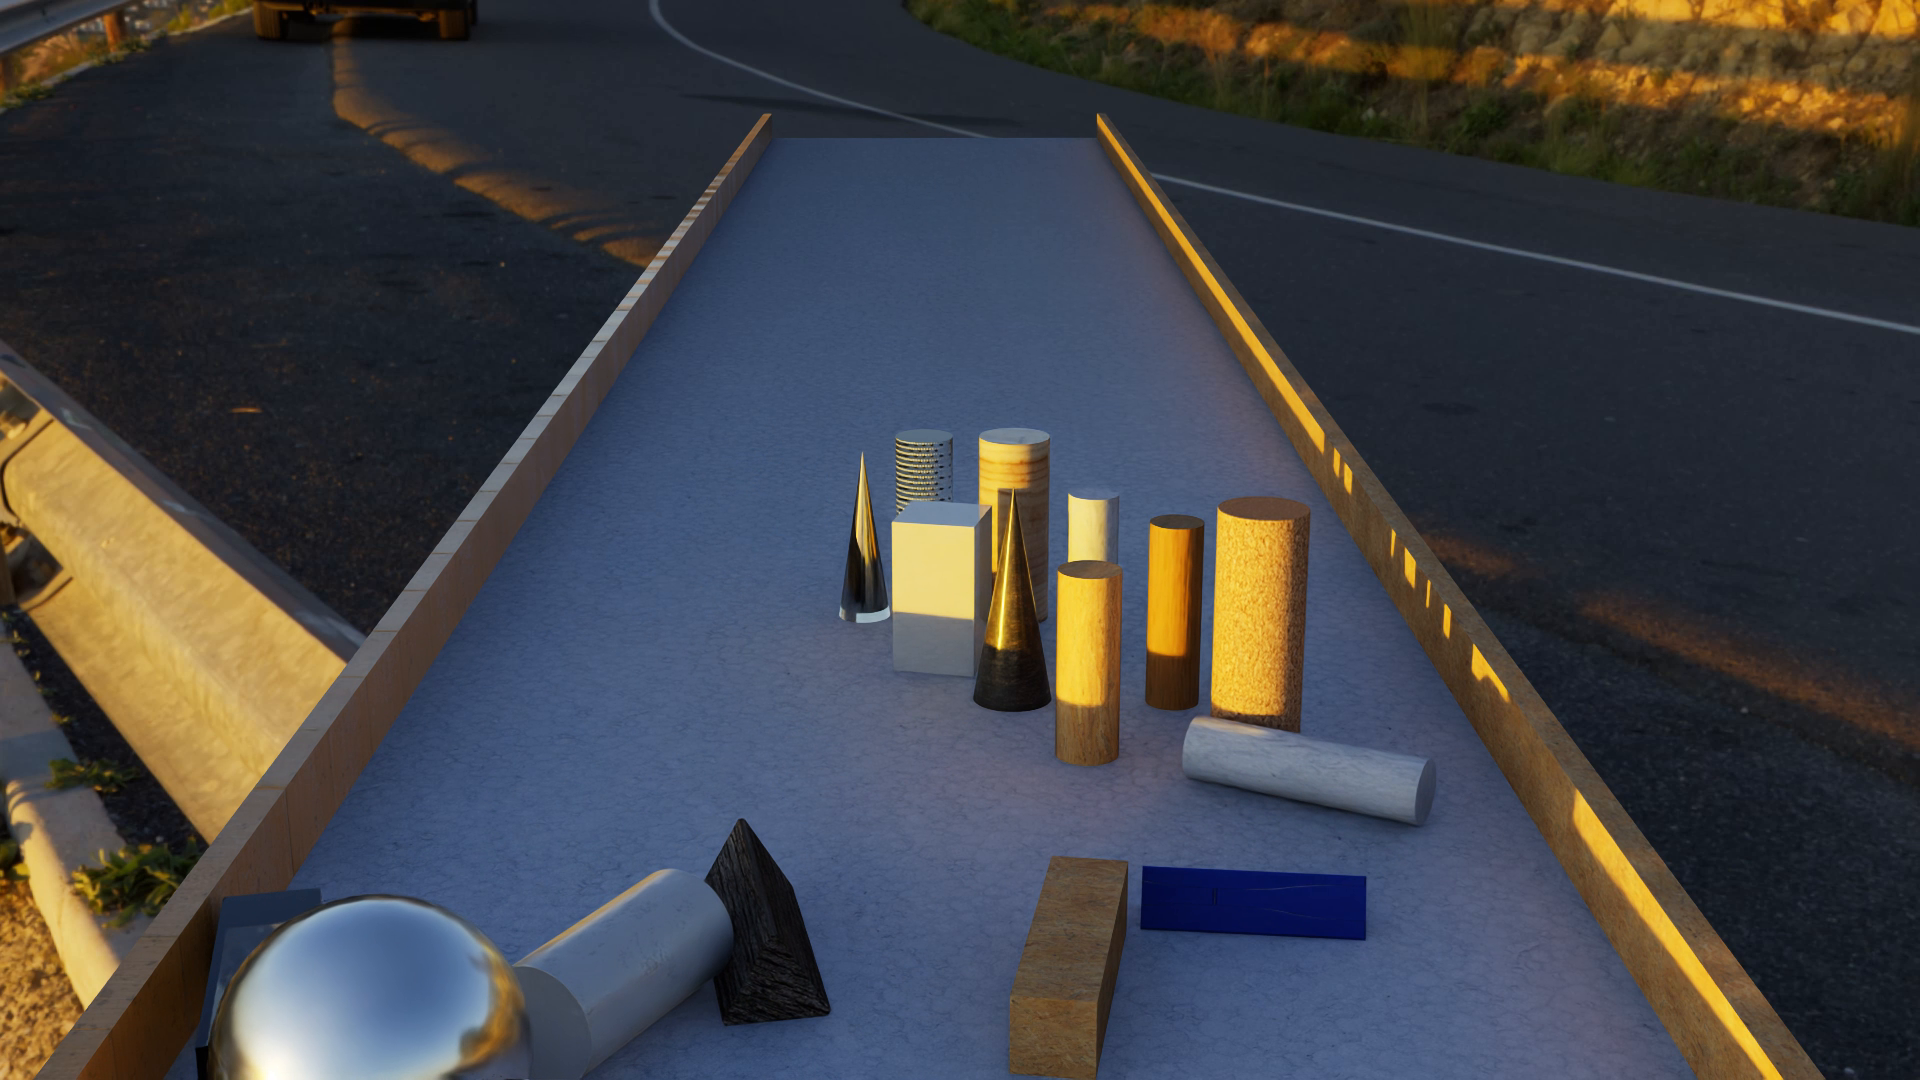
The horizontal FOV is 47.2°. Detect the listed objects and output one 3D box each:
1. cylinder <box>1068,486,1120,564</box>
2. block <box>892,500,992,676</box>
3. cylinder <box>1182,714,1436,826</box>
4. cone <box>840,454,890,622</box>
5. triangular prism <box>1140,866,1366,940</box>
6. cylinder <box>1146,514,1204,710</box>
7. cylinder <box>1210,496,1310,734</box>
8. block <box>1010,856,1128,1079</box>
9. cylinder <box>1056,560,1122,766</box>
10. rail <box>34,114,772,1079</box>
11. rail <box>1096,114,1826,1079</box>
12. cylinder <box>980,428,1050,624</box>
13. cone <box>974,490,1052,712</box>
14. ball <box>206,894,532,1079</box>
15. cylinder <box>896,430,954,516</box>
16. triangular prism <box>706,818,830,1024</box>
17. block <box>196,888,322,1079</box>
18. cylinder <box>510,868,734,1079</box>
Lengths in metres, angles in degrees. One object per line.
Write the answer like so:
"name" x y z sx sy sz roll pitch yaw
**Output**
"cylinder" 0.265 0.069 4.407 0.101 0.336 0.101 0 17 0
"block" -0.034 0.094 4.375 0.164 0.306 0.164 4 17 13
"cylinder" 0.589 0.387 3.727 0.413 0.112 0.112 9 19 28
"cone" -0.204 -0.014 4.640 0.109 0.361 0.109 0 17 0
"triangular prism" 0.438 0.532 3.289 0.331 0.080 0.092 2 16 6
"cylinder" 0.404 0.137 4.144 0.101 0.355 0.101 0 17 0
"cylinder" 0.525 0.166 3.862 0.159 0.460 0.159 0 16 0
"block" 0.156 0.586 3.059 0.113 0.113 0.434 3 17 9
"cylinder" 0.227 0.217 3.890 0.114 0.346 0.114 0 17 0
"rail" -1.118 -0.838 7.780 0.050 0.150 12.000 0 17 -1
"rail" 0.932 -0.844 7.801 0.050 0.150 12.000 0 17 -1
"cylinder" 0.113 -0.027 4.628 0.148 0.393 0.148 0 17 0
"cone" 0.100 0.101 4.150 0.150 0.421 0.150 0 17 0
"ball" -0.687 0.599 2.570 0.367 0.367 0.367 0 17 0
"cylinder" -0.079 -0.074 4.904 0.128 0.325 0.128 0 17 0
"triangular prism" -0.292 0.539 3.178 0.147 0.127 0.397 -4 17 -11
"block" -0.918 0.619 2.915 0.132 0.132 0.429 -4 17 -13
"cylinder" -0.466 0.585 2.963 0.170 0.170 0.327 8 19 26
